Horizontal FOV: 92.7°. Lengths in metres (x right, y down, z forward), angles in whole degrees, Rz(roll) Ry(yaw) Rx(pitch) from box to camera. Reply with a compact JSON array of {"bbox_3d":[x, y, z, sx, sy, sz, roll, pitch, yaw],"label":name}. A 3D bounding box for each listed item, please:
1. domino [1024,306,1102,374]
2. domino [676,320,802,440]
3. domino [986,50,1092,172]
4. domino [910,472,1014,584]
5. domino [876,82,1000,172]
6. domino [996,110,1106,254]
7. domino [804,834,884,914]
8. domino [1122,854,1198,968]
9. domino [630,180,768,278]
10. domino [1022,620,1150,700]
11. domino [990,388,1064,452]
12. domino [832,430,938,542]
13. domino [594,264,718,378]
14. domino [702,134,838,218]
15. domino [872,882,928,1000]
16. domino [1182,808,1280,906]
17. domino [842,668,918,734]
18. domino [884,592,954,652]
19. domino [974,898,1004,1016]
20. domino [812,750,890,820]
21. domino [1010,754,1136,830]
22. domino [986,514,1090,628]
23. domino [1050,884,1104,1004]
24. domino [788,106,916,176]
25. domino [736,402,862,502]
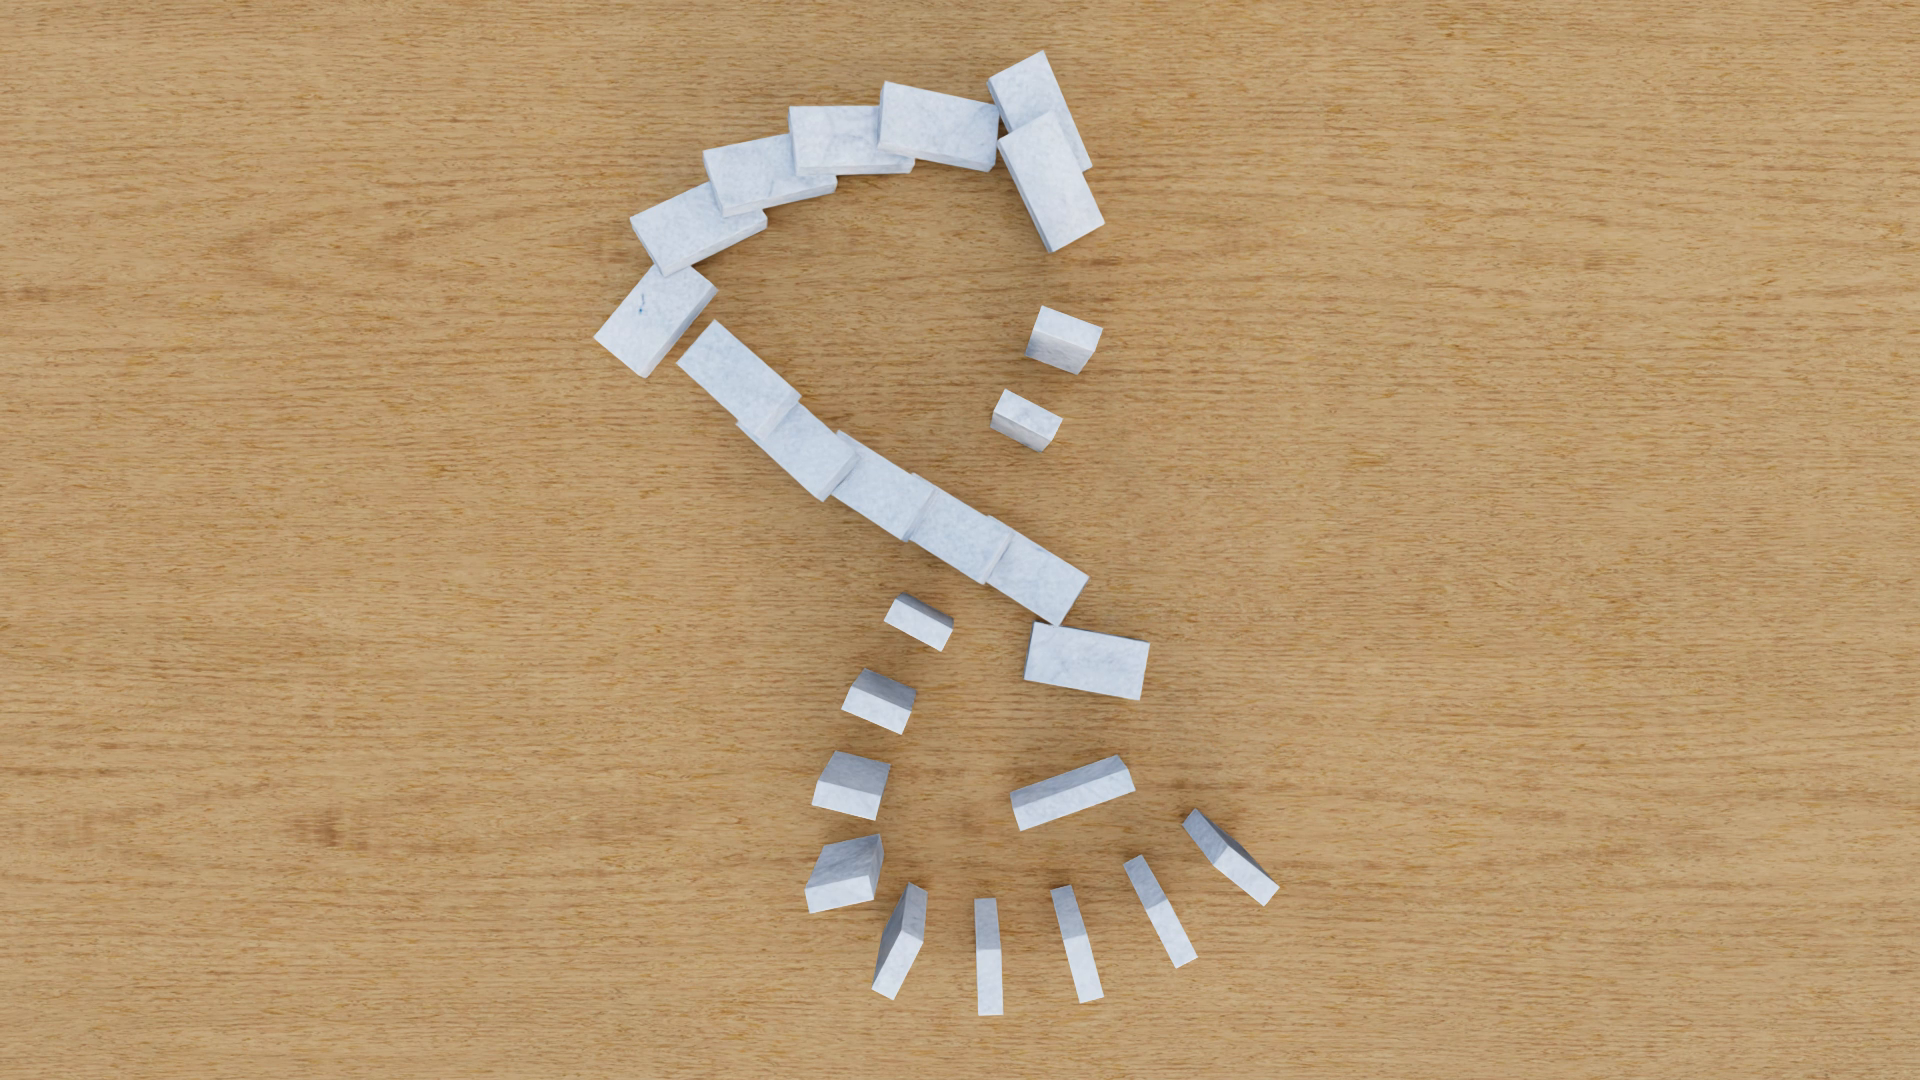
[{"bbox_3d":[0.041,-0.081,0.375,0.025,0.050,0.009,20,90,0],"label":"domino"},{"bbox_3d":[-0.094,-0.068,0.389,0.050,0.010,0.025,41,90,15],"label":"domino"},{"bbox_3d":[0.034,-0.176,0.389,0.025,0.010,0.050,-27,104,0],"label":"domino"},{"bbox_3d":[-0.005,-0.005,0.389,0.050,0.010,0.025,32,90,15],"label":"domino"},{"bbox_3d":[-0.009,-0.175,0.389,0.050,0.009,0.025,5,90,-16],"label":"domino"},{"bbox_3d":[0.038,-0.150,0.386,0.025,0.009,0.050,-29,104,0],"label":"domino"},{"bbox_3d":[-0.046,0.135,0.375,0.025,0.050,0.009,-12,90,0],"label":"domino"},{"bbox_3d":[0.081,0.150,0.375,0.010,0.050,0.025,-28,90,0],"label":"domino"},{"bbox_3d":[-0.110,-0.135,0.389,0.050,0.010,0.025,-32,90,-15],"label":"domino"},{"bbox_3d":[0.054,0.052,0.395,0.050,0.010,0.025,10,90,0],"label":"domino"},{"bbox_3d":[0.026,-0.048,0.375,0.025,0.050,0.010,27,90,0],"label":"domino"},{"bbox_3d":[-0.037,-0.023,0.389,0.050,0.010,0.025,33,90,15],"label":"domino"},{"bbox_3d":[-0.131,-0.098,0.395,0.025,0.009,0.050,40,90,0],"label":"domino"},{"bbox_3d":[-0.080,-0.156,0.389,0.050,0.010,0.025,-19,90,-16],"label":"domino"},{"bbox_3d":[-0.024,0.163,0.375,0.010,0.050,0.025,27,90,0],"label":"domino"},{"bbox_3d":[0.109,0.128,0.375,0.025,0.050,0.010,39,90,0],"label":"domino"},{"bbox_3d":[-0.032,0.065,0.375,0.025,0.050,0.010,23,90,0],"label":"domino"},{"bbox_3d":[-0.016,0.033,0.375,0.025,0.050,0.009,28,90,0],"label":"domino"},{"bbox_3d":[0.011,0.169,0.375,0.009,0.050,0.025,-2,90,0],"label":"domino"},{"bbox_3d":[-0.043,0.100,0.375,0.025,0.050,0.010,14,90,0],"label":"domino"},{"bbox_3d":[0.047,0.106,0.388,0.050,0.025,0.009,-19,90,0],"label":"domino"},{"bbox_3d":[0.027,0.013,0.390,0.050,0.009,0.025,32,90,11],"label":"domino"},{"bbox_3d":[0.047,0.164,0.375,0.009,0.050,0.025,-15,90,0],"label":"domino"},{"bbox_3d":[-0.046,-0.169,0.389,0.050,0.010,0.025,-8,90,-16],"label":"domino"},{"bbox_3d":[-0.069,-0.042,0.389,0.050,0.009,0.025,41,90,16],"label":"domino"}]
